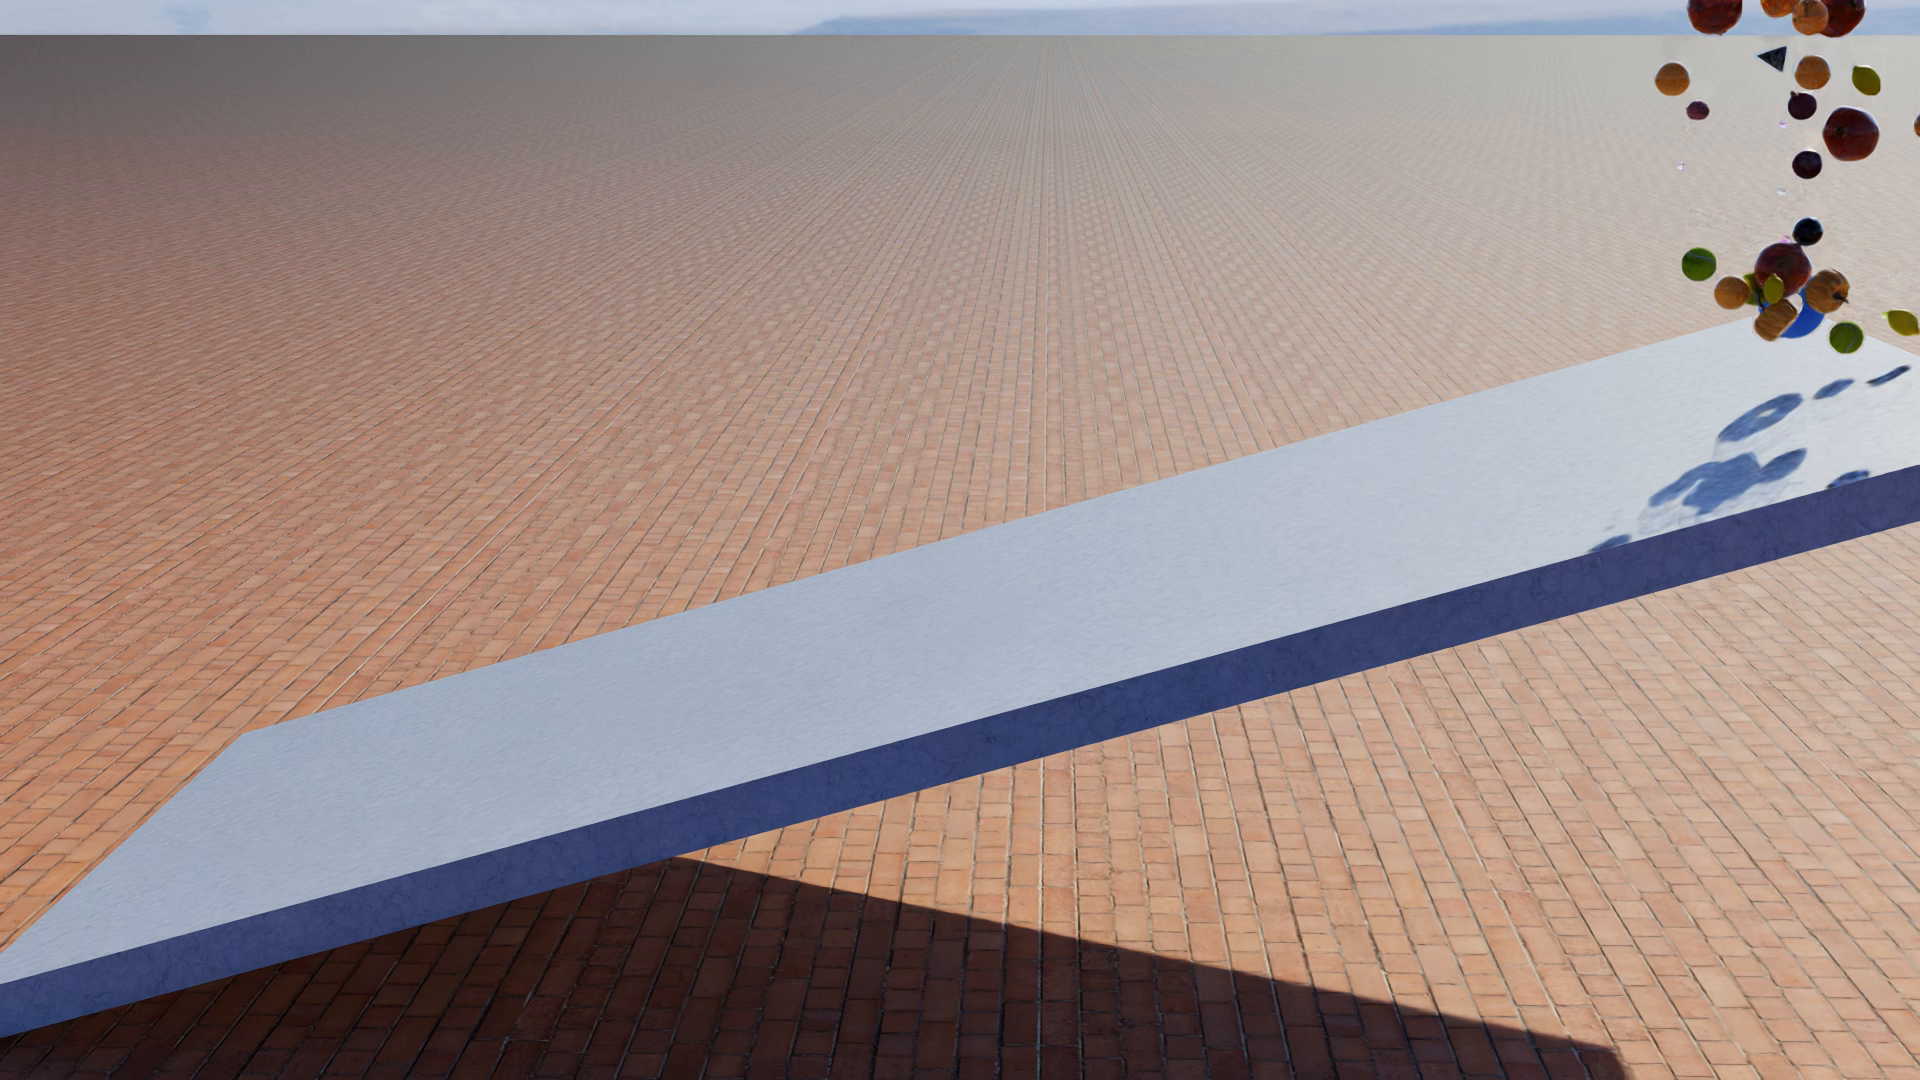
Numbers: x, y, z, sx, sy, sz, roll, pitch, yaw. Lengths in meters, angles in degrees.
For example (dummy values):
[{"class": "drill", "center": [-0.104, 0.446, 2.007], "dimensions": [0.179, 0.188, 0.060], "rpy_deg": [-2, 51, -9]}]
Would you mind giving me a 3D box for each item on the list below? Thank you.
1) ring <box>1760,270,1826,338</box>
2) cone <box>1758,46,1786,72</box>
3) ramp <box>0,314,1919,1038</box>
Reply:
[{"class": "ring", "center": [1.773, -0.502, 6.262], "dimensions": [0.145, 0.145, 0.048], "rpy_deg": [-1, 7, -3]}, {"class": "cone", "center": [1.586, -0.945, 5.756], "dimensions": [0.054, 0.054, 0.054], "rpy_deg": [8, 12, 11]}, {"class": "ramp", "center": [0.087, 0.188, 6.323], "dimensions": [4.000, 0.100, 2.000], "rpy_deg": [-15, 10, 5]}]
